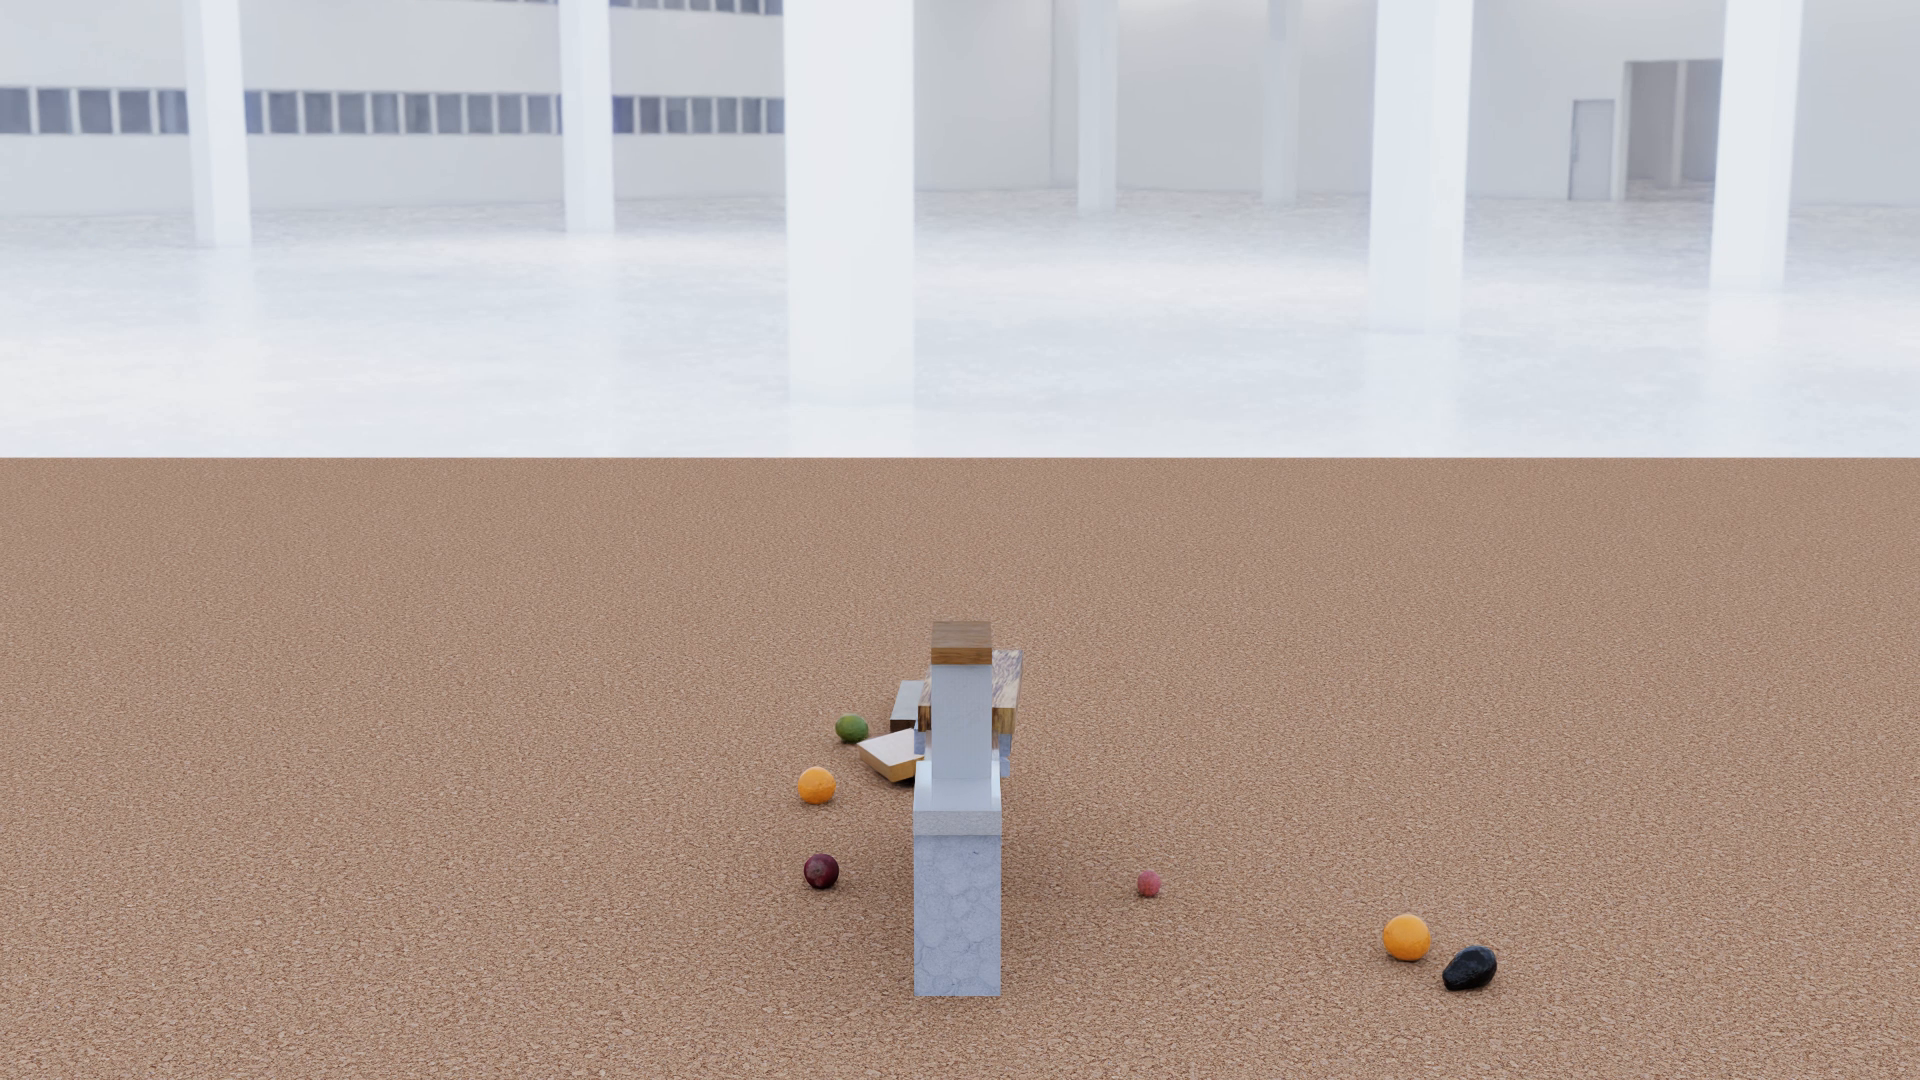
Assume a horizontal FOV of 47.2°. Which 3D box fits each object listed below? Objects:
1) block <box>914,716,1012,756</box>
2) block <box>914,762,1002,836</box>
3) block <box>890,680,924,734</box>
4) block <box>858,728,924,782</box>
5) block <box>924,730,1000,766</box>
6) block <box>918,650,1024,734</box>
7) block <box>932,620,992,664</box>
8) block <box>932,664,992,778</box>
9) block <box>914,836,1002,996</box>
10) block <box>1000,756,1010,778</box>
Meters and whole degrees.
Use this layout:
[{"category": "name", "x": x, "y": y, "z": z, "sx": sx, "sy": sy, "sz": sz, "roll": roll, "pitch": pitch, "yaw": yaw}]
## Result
[{"category": "block", "x": 0.012, "y": 0.300, "z": 3.843, "sx": 0.162, "sy": 0.046, "sz": 0.323, "roll": 1, "pitch": 14, "yaw": 3}, {"category": "block", "x": -0.004, "y": 0.384, "z": 3.287, "sx": 0.127, "sy": 0.036, "sz": 0.255, "roll": 0, "pitch": 11, "yaw": 0}, {"category": "block", "x": -0.057, "y": 0.367, "z": 4.746, "sx": 0.162, "sy": 0.046, "sz": 0.331, "roll": 1, "pitch": 11, "yaw": 3}, {"category": "block", "x": -0.115, "y": 0.425, "z": 4.362, "sx": 0.116, "sy": 0.033, "sz": 0.232, "roll": -15, "pitch": 10, "yaw": -16}, {"category": "block", "x": 0.003, "y": 0.354, "z": 3.537, "sx": 0.120, "sy": 0.034, "sz": 0.239, "roll": 0, "pitch": 11, "yaw": 0}, {"category": "block", "x": 0.022, "y": 0.259, "z": 3.817, "sx": 0.162, "sy": 0.046, "sz": 0.323, "roll": 1, "pitch": 14, "yaw": 4}, {"category": "block", "x": 0.003, "y": 0.156, "z": 3.353, "sx": 0.090, "sy": 0.026, "sz": 0.181, "roll": 0, "pitch": 11, "yaw": 0}, {"category": "block", "x": 0.002, "y": 0.268, "z": 3.313, "sx": 0.090, "sy": 0.181, "sz": 0.026, "roll": 0, "pitch": 11, "yaw": 0}, {"category": "block", "x": -0.004, "y": 0.542, "z": 3.230, "sx": 0.127, "sy": 0.255, "sz": 0.036, "roll": 0, "pitch": 11, "yaw": 0}, {"category": "block", "x": 0.014, "y": 0.366, "z": 3.743, "sx": 0.095, "sy": 0.027, "sz": 0.191, "roll": -2, "pitch": 11, "yaw": -13}]
